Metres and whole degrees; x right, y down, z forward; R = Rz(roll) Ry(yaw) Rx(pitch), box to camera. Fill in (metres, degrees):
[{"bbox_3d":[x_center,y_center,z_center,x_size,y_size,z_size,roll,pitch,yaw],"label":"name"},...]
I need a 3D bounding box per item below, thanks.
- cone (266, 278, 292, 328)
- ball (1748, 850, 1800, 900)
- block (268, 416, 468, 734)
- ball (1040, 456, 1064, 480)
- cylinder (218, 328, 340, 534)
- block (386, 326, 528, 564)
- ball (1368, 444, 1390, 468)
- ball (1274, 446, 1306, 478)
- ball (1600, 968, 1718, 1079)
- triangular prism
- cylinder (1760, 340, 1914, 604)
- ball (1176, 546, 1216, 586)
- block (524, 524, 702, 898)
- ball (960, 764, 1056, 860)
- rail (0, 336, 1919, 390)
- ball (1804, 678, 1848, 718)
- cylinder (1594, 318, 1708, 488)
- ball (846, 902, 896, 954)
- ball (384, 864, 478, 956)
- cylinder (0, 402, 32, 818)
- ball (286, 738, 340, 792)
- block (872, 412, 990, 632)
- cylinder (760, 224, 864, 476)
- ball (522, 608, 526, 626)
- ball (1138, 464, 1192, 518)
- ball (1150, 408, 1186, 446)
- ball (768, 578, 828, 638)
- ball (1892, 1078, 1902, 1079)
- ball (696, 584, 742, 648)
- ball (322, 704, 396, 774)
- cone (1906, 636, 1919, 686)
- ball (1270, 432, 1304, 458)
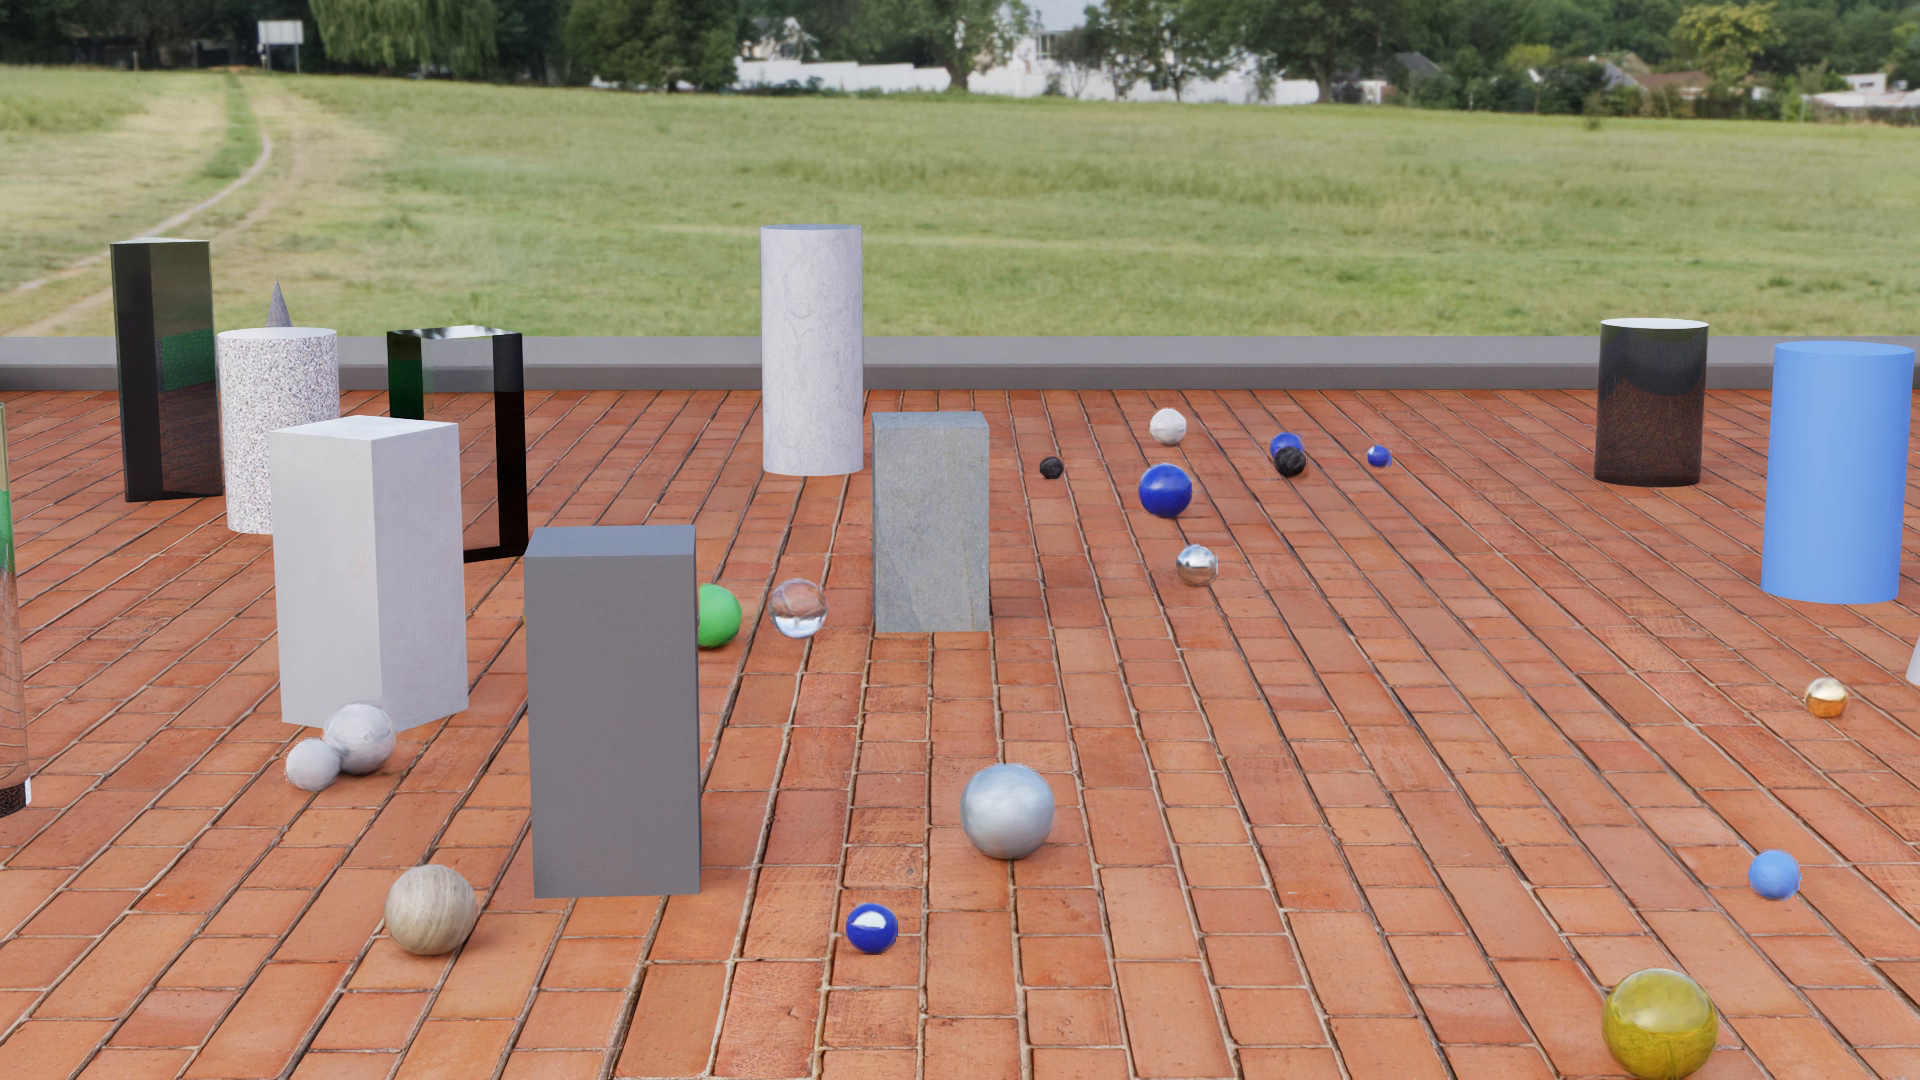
[{"bbox_3d":[-1.219,-0.300,4.606,0.181,0.344,0.181,0,11,0],"label":"cone"},{"bbox_3d":[0.715,0.294,2.253,0.042,0.042,0.042,0,11,0],"label":"ball"},{"bbox_3d":[-0.656,0.037,2.854,0.145,0.327,0.145,6,12,28],"label":"block"},{"bbox_3d":[0.161,-0.127,4.503,0.041,0.041,0.041,0,11,0],"label":"ball"},{"bbox_3d":[-1.069,-0.175,4.045,0.181,0.303,0.181,0,11,0],"label":"cylinder"},{"bbox_3d":[-0.743,-0.143,3.799,0.145,0.331,0.145,-8,13,-38],"label":"block"},{"bbox_3d":[0.756,-0.151,4.631,0.041,0.041,0.041,0,11,0],"label":"ball"},{"bbox_3d":[0.582,-0.138,4.524,0.055,0.055,0.055,0,11,0],"label":"ball"},{"bbox_3d":[0.504,0.350,1.850,0.082,0.082,0.082,0,11,0],"label":"ball"},{"bbox_3d":[-1.346,-0.291,4.323,0.157,0.429,0.136,-5,12,-25],"label":"triangular prism"},{"bbox_3d":[1.206,-0.096,3.531,0.181,0.338,0.181,0,11,0],"label":"cylinder"},{"bbox_3d":[0.330,0.036,3.587,0.058,0.058,0.058,0,11,0],"label":"ball"},{"bbox_3d":[-0.308,0.151,2.304,0.145,0.306,0.145,-1,11,-5],"label":"block"},{"bbox_3d":[0.044,0.250,2.363,0.088,0.088,0.088,0,11,0],"label":"ball"},{"bbox_3d":[-0.013,-0.390,5.690,4.384,0.118,0.045,0,11,0],"label":"rail"},{"bbox_3d":[0.969,0.177,2.869,0.046,0.046,0.046,0,11,0],"label":"ball"},{"bbox_3d":[1.207,-0.242,4.483,0.181,0.274,0.181,0,11,0],"label":"cylinder"},{"bbox_3d":[-0.074,0.320,2.117,0.042,0.042,0.042,0,11,0],"label":"ball"},{"bbox_3d":[-0.435,0.304,2.111,0.075,0.075,0.075,0,11,0],"label":"ball"},{"bbox_3d":[-1.013,0.069,2.498,0.181,0.395,0.181,0,11,0],"label":"cylinder"},{"bbox_3d":[-0.652,0.227,2.583,0.053,0.053,0.053,0,11,0],"label":"ball"},{"bbox_3d":[-0.040,-0.026,3.350,0.145,0.266,0.145,-1,11,-3],"label":"block"},{"bbox_3d":[-0.264,-0.343,4.590,0.181,0.433,0.181,0,11,0],"label":"cylinder"},{"bbox_3d":[-0.543,0.097,3.304,0.043,0.043,0.043,0,11,0],"label":"ball"},{"bbox_3d":[0.330,-0.079,4.120,0.088,0.088,0.088,0,11,0],"label":"ball"},{"bbox_3d":[0.397,-0.215,4.890,0.071,0.071,0.071,0,11,0],"label":"ball"},{"bbox_3d":[-0.206,0.087,3.265,0.076,0.076,0.076,0,11,0],"label":"ball"},{"bbox_3d":[0.605,0.388,1.649,0.081,0.081,0.081,0,11,0],"label":"ball"},{"bbox_3d":[-0.312,0.096,3.212,0.079,0.079,0.079,0,11,0],"label":"ball"},{"bbox_3d":[-0.619,0.205,2.643,0.074,0.074,0.074,0,11,0],"label":"ball"},{"bbox_3d":[1.216,-0.012,3.005,0.181,0.366,0.181,0,11,0],"label":"cone"},{"bbox_3d":[0.592,-0.166,4.654,0.061,0.061,0.061,0,11,0],"label":"ball"}]
